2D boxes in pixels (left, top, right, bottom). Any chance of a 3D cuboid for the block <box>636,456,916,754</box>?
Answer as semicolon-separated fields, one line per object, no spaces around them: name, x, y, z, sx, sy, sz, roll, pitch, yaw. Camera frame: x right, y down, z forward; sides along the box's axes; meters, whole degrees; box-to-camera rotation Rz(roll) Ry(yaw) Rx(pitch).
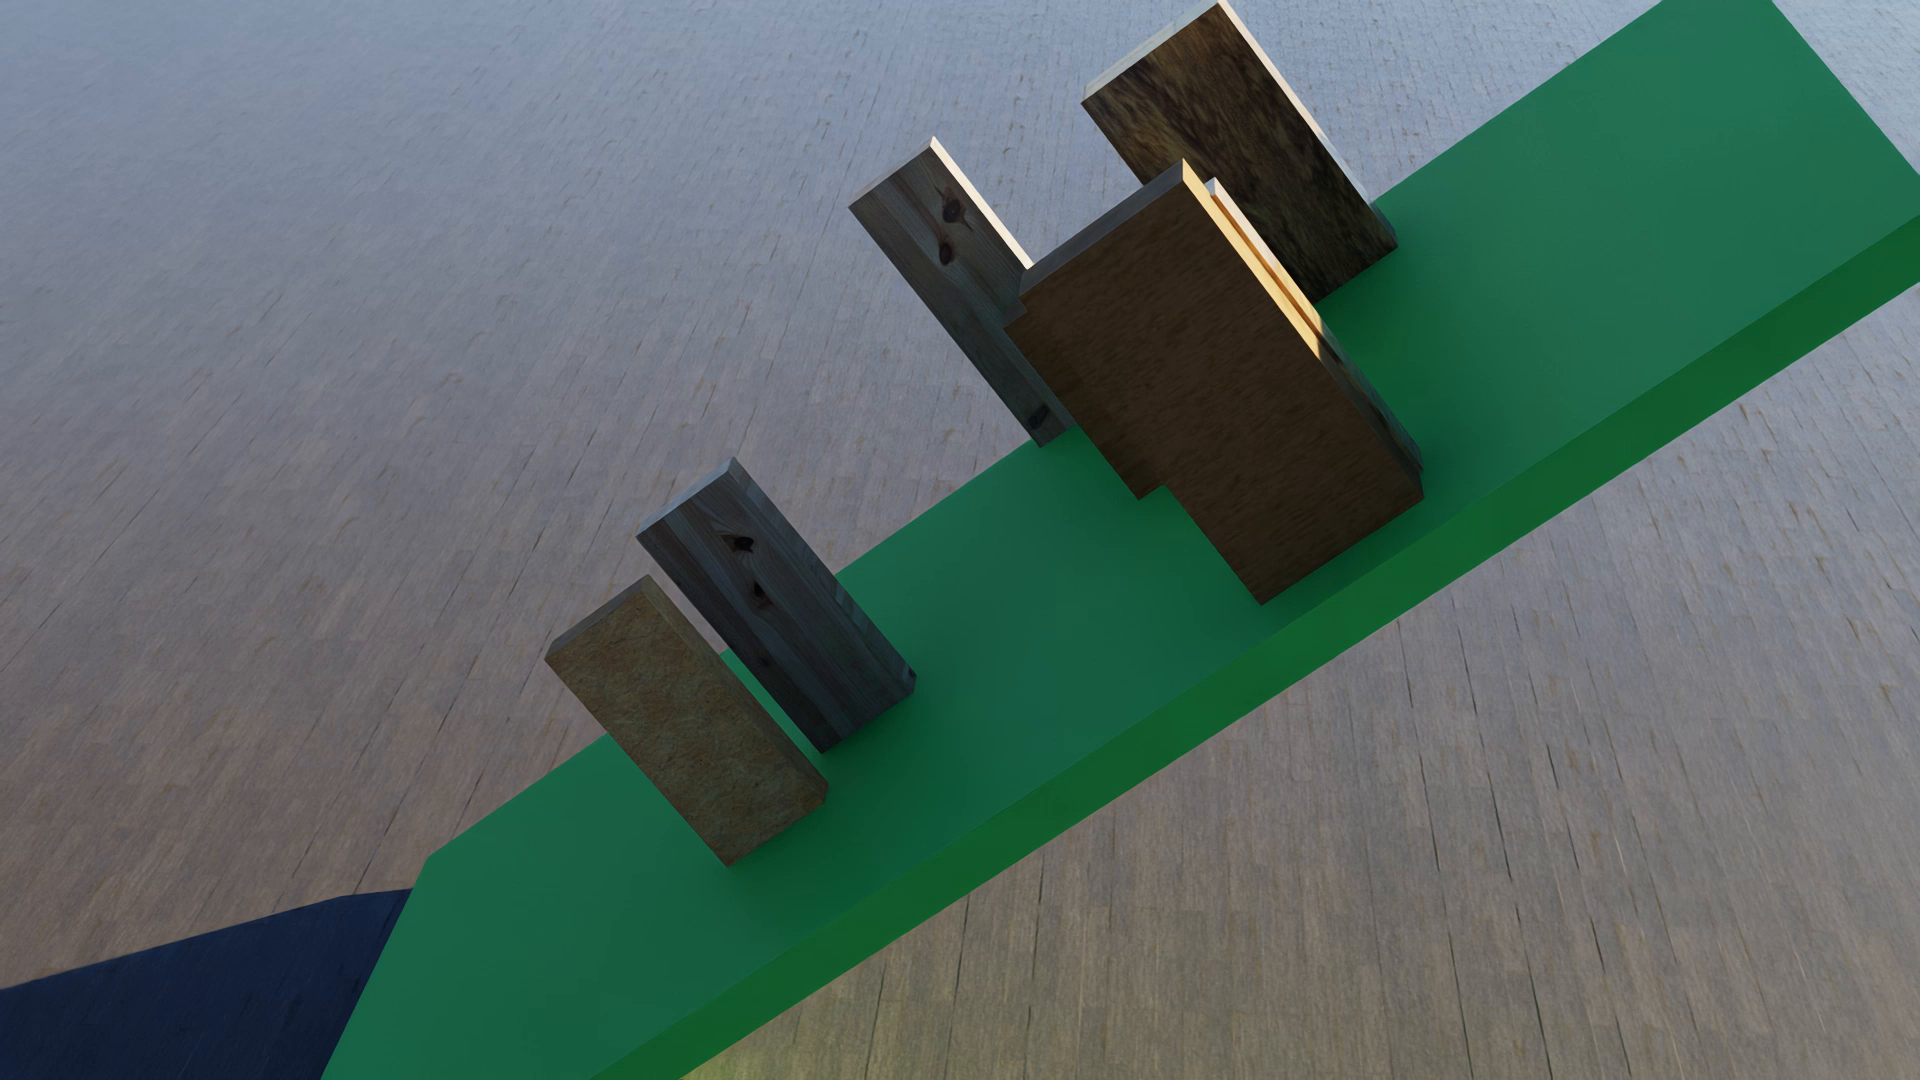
block;-0.387;0.142;6.246;0.253;0.626;0.087;-35;16;17

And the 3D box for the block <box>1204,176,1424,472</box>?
block;0.525;-0.303;5.368;0.320;0.647;0.111;-35;16;17

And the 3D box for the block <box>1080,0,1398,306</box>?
block;0.623;-0.831;6.553;0.371;0.682;0.139;-35;16;17

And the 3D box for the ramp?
ramp;0.127;0.180;6.325;4.000;0.100;2.000;-35;16;17

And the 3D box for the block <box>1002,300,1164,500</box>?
block;0.393;-0.392;6.232;0.386;0.480;0.126;-35;16;17

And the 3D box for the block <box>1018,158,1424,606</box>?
block;0.470;-0.277;5.264;0.357;0.730;0.142;-35;16;17

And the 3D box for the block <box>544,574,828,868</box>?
block;-0.560;0.376;6.056;0.260;0.590;0.089;-35;16;17

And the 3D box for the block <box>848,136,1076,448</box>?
block;0.066;-0.587;7.014;0.247;0.751;0.093;-35;16;17
